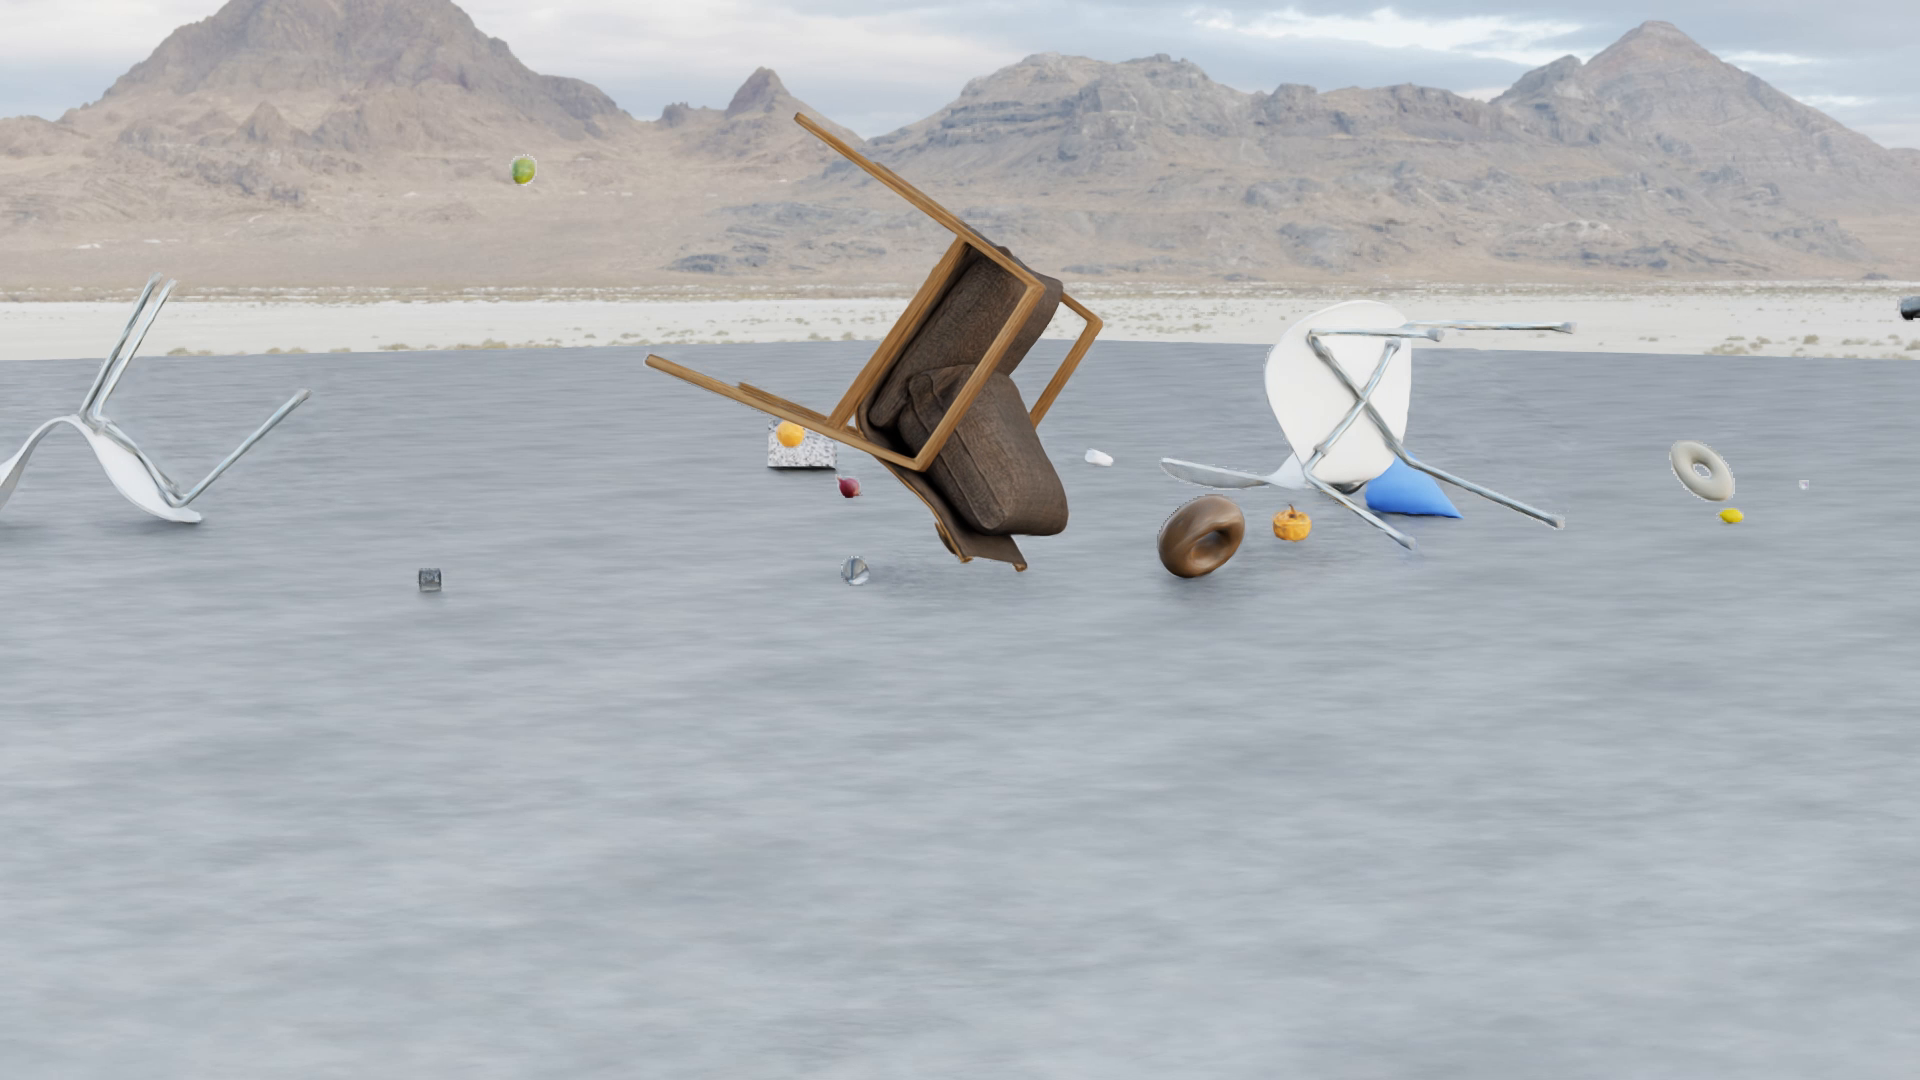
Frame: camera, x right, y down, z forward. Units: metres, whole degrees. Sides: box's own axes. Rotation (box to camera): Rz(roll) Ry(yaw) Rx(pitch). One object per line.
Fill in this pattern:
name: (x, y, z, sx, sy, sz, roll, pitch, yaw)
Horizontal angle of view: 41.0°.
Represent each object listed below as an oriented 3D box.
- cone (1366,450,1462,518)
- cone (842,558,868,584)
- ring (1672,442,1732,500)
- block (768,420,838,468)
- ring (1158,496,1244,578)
cone: (1.288, -0.112, 7.073, 0.198, 0.165, 0.284, -42, 42, -13)
cone: (-0.222, 0.075, 5.365, 0.057, 0.068, 0.035, 18, 36, 2)
ring: (1.499, -0.139, 5.181, 0.166, 0.085, 0.040, 57, 4, 39)
block: (-0.537, -0.327, 8.761, 0.221, 0.158, 0.117, 0, 0, 3)
ring: (0.527, -0.006, 5.601, 0.161, 0.208, 0.094, 46, 7, -42)
